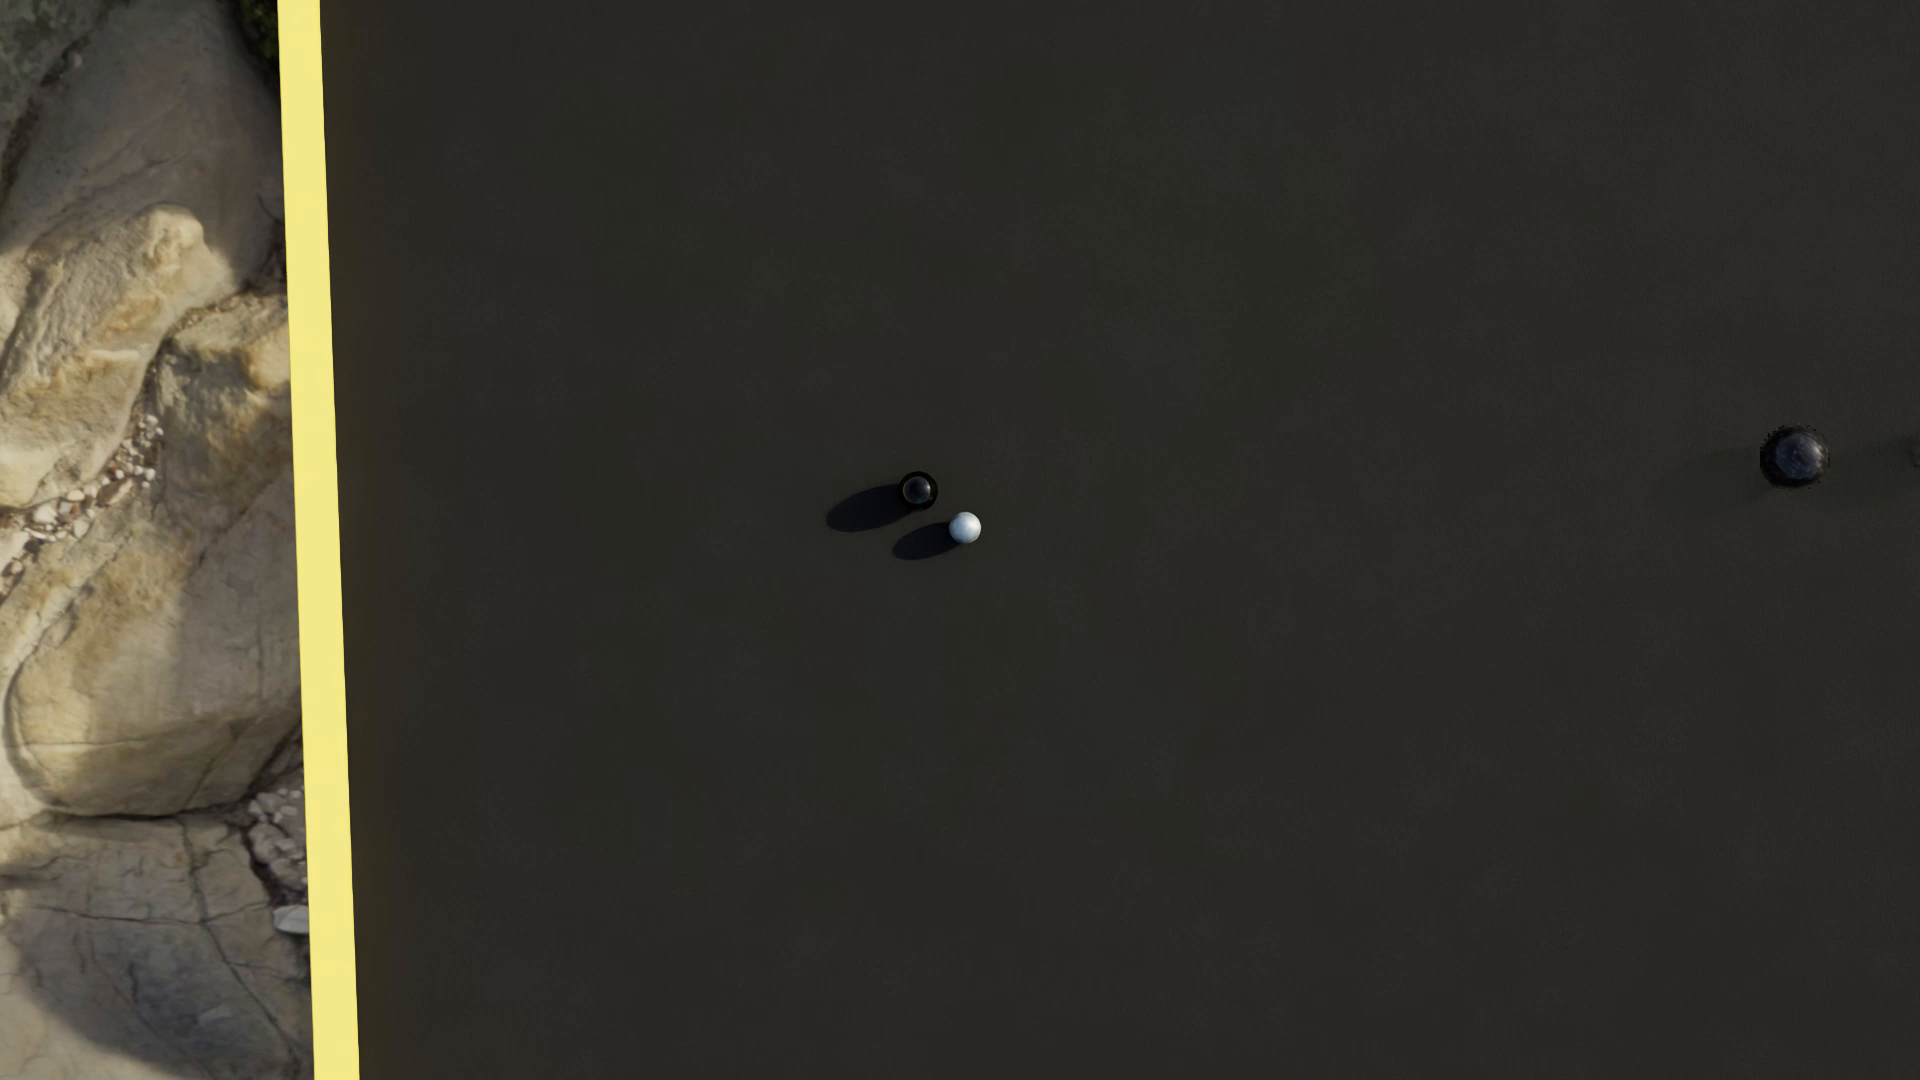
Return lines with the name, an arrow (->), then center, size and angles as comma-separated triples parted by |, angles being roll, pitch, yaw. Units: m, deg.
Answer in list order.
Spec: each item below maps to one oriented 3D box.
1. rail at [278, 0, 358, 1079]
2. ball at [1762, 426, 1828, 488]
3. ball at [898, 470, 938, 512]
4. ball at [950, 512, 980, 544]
rail -> -0.933, 0.066, 3.231 | 0.045, 0.121, 2.046 | -4, 82, -1
ball -> 1.243, -0.123, 3.273 | 0.093, 0.093, 0.093 | 0, 82, 0
ball -> -0.063, -0.073, 3.282 | 0.060, 0.060, 0.060 | 0, 82, 0
ball -> 0.007, -0.018, 3.281 | 0.048, 0.048, 0.048 | 0, 82, 0
